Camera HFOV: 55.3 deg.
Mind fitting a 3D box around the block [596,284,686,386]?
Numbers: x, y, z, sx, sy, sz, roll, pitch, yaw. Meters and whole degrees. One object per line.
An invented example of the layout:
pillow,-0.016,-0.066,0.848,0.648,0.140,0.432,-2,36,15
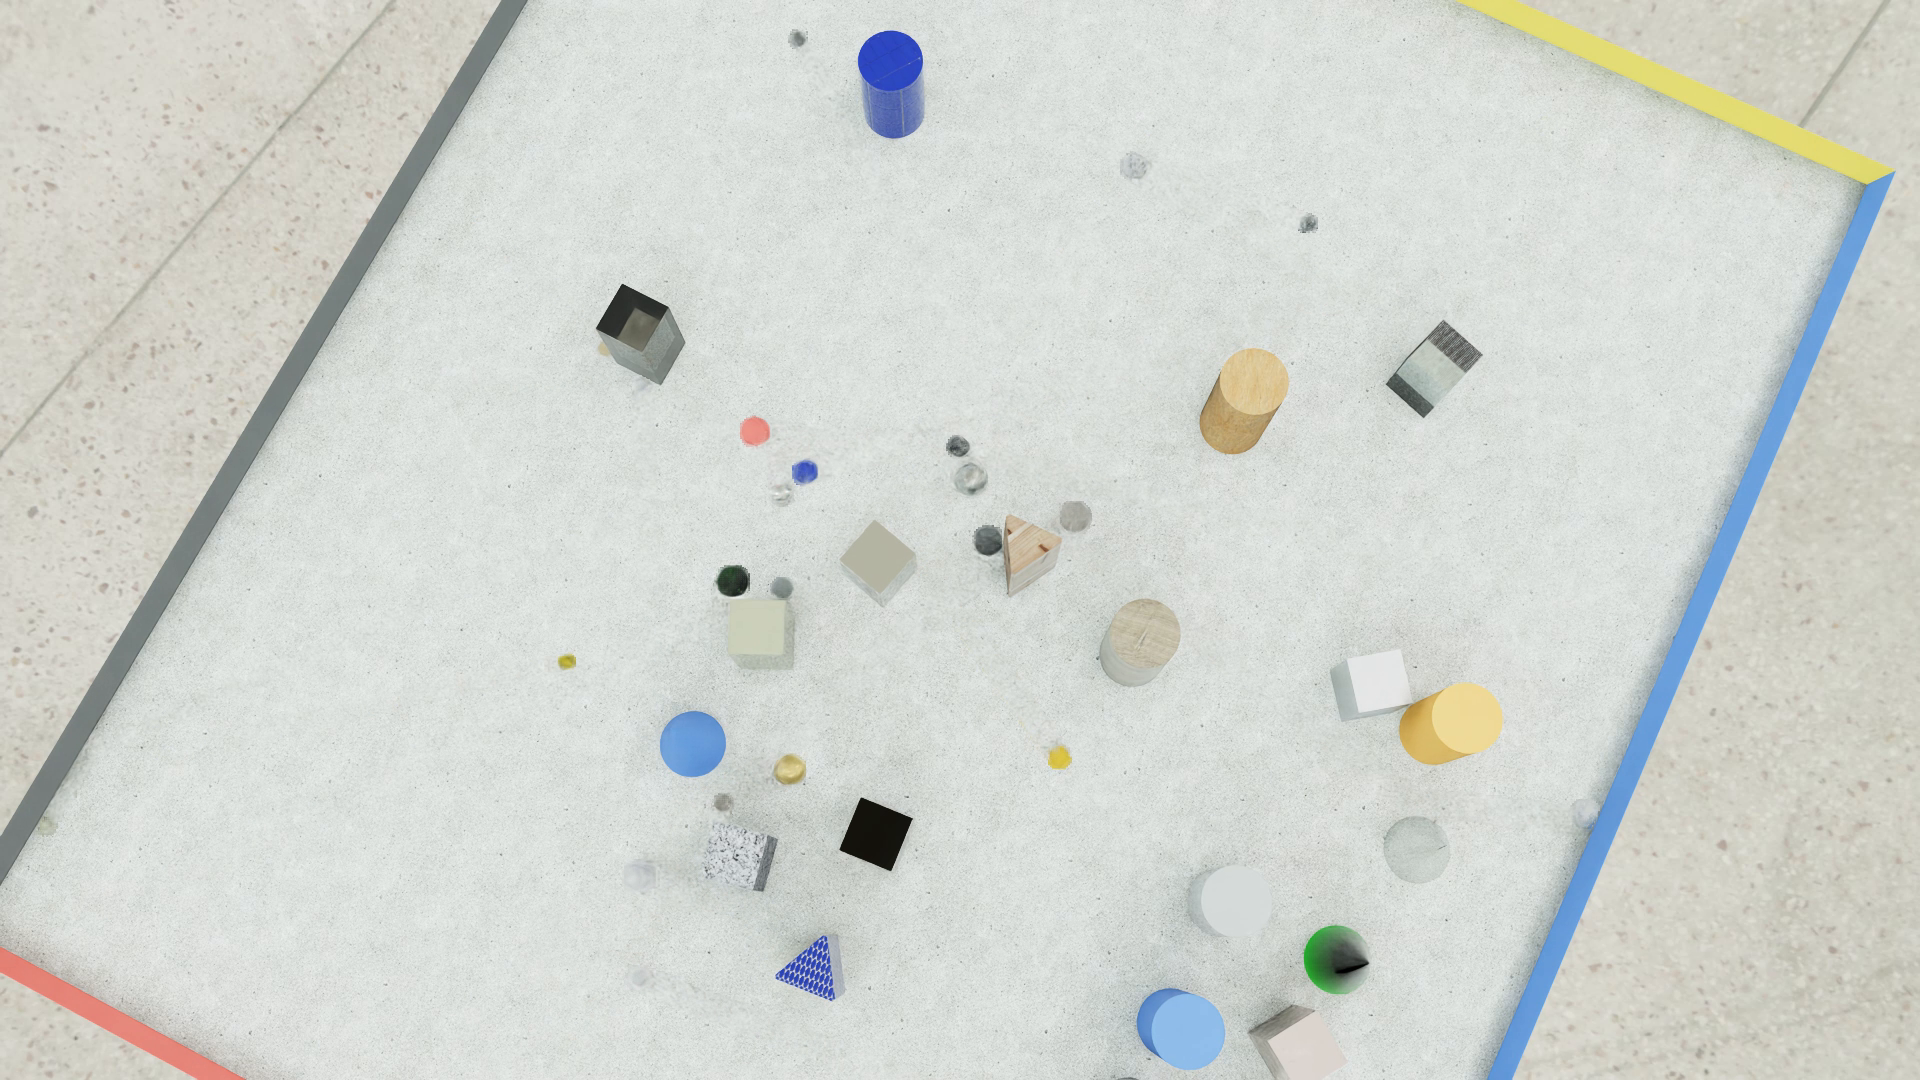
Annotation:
block,-0.967,-0.620,5.570,0.159,0.343,0.159,27,80,5

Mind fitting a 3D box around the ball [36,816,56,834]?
ball,-2.703,0.842,5.416,0.052,0.052,0.052,0,78,0

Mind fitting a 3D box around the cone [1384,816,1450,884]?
cone,1.353,0.882,5.259,0.198,0.343,0.198,0,78,0

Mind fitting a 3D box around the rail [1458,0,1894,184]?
rail,1.044,-2.038,5.972,4.184,0.129,0.045,26,80,5

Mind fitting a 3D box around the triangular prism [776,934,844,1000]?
triangular prism,-0.391,1.181,5.146,0.172,0.442,0.149,21,79,4

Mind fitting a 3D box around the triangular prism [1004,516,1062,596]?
triangular prism,0.178,0.027,5.410,0.172,0.393,0.149,-34,80,-7

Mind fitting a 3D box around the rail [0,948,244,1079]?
rail,-1.044,2.052,5.125,4.184,0.129,0.045,26,80,5

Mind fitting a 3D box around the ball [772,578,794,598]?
ball,-0.537,0.147,5.554,0.063,0.063,0.063,0,78,0

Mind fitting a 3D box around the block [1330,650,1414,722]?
block,1.208,0.431,5.398,0.159,0.253,0.159,-10,78,-2

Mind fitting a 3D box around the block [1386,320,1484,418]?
block,1.440,-0.517,5.574,0.159,0.293,0.159,44,82,8

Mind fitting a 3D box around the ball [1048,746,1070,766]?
ball,0.295,0.644,5.452,0.061,0.061,0.061,0,78,0

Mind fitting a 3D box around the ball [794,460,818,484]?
ball,-0.472,-0.209,5.621,0.076,0.076,0.076,0,78,0

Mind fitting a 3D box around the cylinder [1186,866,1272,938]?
cylinder,0.767,1.034,5.237,0.198,0.323,0.198,0,78,0

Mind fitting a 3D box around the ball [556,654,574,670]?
ball,-1.189,0.367,5.515,0.050,0.050,0.050,0,78,0

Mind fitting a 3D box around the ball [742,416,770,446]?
ball,-0.628,-0.334,5.641,0.089,0.089,0.089,0,78,0

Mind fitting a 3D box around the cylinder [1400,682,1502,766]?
cylinder,1.416,0.536,5.306,0.198,0.390,0.198,0,78,0

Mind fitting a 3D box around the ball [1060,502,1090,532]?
ball,0.349,-0.069,5.583,0.094,0.094,0.094,0,78,0

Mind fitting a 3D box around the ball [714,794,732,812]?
ball,-0.701,0.779,5.429,0.051,0.051,0.051,0,78,0

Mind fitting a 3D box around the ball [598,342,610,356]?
ball,-1.103,-0.599,5.714,0.051,0.051,0.051,0,78,0

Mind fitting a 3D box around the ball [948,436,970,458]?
ball,-0.003,-0.287,5.643,0.065,0.065,0.065,0,78,0

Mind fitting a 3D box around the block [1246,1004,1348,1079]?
block,0.941,1.421,5.135,0.159,0.367,0.159,-30,80,-6

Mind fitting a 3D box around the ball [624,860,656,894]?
ball,-0.938,0.987,5.364,0.095,0.095,0.095,0,78,0

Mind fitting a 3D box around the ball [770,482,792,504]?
ball,-0.546,-0.142,5.611,0.068,0.068,0.068,0,78,0

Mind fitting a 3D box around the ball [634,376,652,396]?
ball,-0.985,-0.478,5.687,0.056,0.056,0.056,0,78,0

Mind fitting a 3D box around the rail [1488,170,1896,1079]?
rail,1.850,0.913,5.361,0.045,0.129,4.717,26,80,5

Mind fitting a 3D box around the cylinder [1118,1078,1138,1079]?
cylinder,0.484,1.604,5.057,0.198,0.446,0.198,0,78,0

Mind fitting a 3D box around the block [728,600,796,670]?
block,-0.582,0.281,5.397,0.159,0.316,0.159,1,78,0

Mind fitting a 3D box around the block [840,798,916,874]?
block,-0.235,0.855,5.285,0.159,0.304,0.159,22,79,4

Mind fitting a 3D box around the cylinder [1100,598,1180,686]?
cylinder,0.520,0.304,5.342,0.198,0.415,0.198,0,78,0

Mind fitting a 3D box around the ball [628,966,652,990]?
ball,-0.929,1.271,5.320,0.066,0.066,0.066,0,78,0

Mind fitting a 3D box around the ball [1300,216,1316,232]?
ball,1.101,-1.001,5.798,0.051,0.051,0.051,0,78,0

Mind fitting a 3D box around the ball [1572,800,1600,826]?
ball,1.846,0.807,5.410,0.078,0.078,0.078,0,78,0

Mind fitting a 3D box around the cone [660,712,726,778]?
cone,-0.800,0.567,5.273,0.198,0.443,0.198,0,78,0

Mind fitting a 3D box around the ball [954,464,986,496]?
ball,0.031,-0.184,5.604,0.099,0.099,0.099,0,78,0

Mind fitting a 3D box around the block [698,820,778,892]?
block,-0.636,0.913,5.278,0.159,0.293,0.159,14,79,3

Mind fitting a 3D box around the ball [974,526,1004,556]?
ball,0.087,0.004,5.571,0.088,0.088,0.088,0,78,0

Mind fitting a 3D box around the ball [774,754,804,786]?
ball,-0.506,0.682,5.429,0.091,0.091,0.091,0,78,0

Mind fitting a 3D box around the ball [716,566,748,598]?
ball,-0.687,0.126,5.541,0.096,0.096,0.096,0,78,0

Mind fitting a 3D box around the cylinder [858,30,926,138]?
cylinder,-0.211,-1.420,5.733,0.198,0.347,0.198,0,78,0

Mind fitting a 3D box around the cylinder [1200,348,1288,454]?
cylinder,0.843,-0.408,5.469,0.198,0.454,0.198,0,78,0

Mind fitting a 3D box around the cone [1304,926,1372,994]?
cone,1.105,1.185,5.151,0.198,0.431,0.198,0,78,0

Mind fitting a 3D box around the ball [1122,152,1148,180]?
ball,0.555,-1.187,5.820,0.083,0.083,0.083,0,78,0

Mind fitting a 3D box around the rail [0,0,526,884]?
rail,-1.850,-0.899,5.736,0.045,0.129,4.717,26,80,5

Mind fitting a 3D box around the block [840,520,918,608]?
block,-0.242,0.073,5.477,0.159,0.243,0.159,40,81,8

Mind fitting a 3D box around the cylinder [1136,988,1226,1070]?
cylinder,0.613,1.362,5.122,0.198,0.416,0.198,0,78,0

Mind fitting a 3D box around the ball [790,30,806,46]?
ball,-0.522,-1.622,5.926,0.052,0.052,0.052,0,78,0
